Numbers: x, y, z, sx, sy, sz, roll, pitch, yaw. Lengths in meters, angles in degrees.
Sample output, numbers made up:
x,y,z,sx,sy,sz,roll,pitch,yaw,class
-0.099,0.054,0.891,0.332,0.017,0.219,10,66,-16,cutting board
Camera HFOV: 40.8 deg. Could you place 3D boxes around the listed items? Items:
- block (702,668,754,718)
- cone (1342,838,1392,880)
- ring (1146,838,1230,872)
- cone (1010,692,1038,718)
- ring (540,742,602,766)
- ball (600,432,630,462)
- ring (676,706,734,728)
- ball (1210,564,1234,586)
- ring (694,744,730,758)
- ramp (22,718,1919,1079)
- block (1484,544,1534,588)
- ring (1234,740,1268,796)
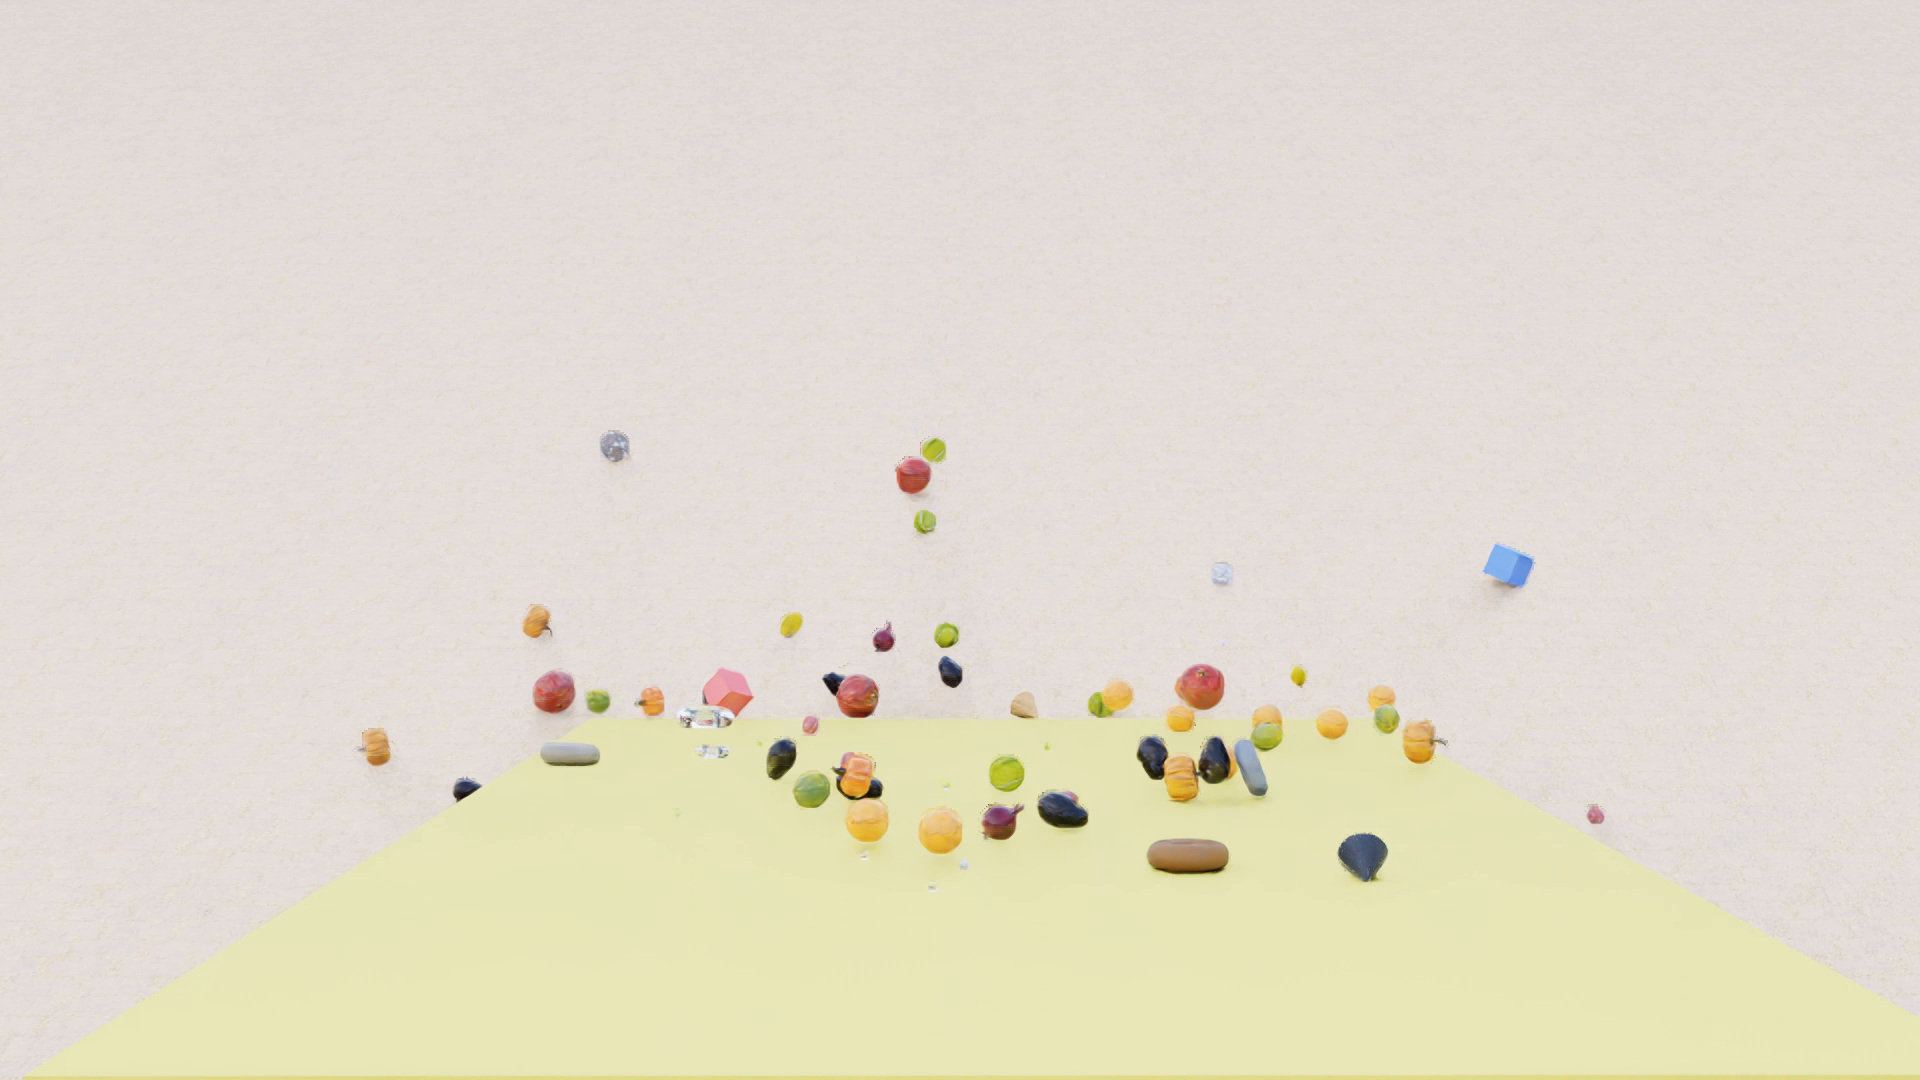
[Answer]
x,y,z,sx,sy,sz,roll,pitch,yaw,class
-0.594,0.391,6.603,0.080,0.080,0.080,19,32,-43,block
0.607,0.492,3.872,0.076,0.076,0.076,7,7,14,cone
0.351,0.486,3.980,0.128,0.043,0.128,0,0,0,ring
0.179,0.438,6.593,0.075,0.075,0.075,-16,36,-29,cone
-0.831,0.456,5.504,0.129,0.043,0.129,3,-1,0,ring
-1.094,-0.295,8.172,0.092,0.092,0.092,0,27,0,ball
-0.629,0.437,6.364,0.143,0.048,0.143,1,2,0,ring
0.752,0.101,7.412,0.066,0.066,0.066,0,27,0,ball
-0.541,0.462,5.641,0.076,0.025,0.076,2,-2,0,ring
0.060,0.545,4.581,2.000,0.100,4.000,0,1,0,ramp
1.575,0.074,7.406,0.088,0.088,0.088,15,9,-47,block
0.549,0.430,4.873,0.038,0.114,0.114,-20,28,2,ring
